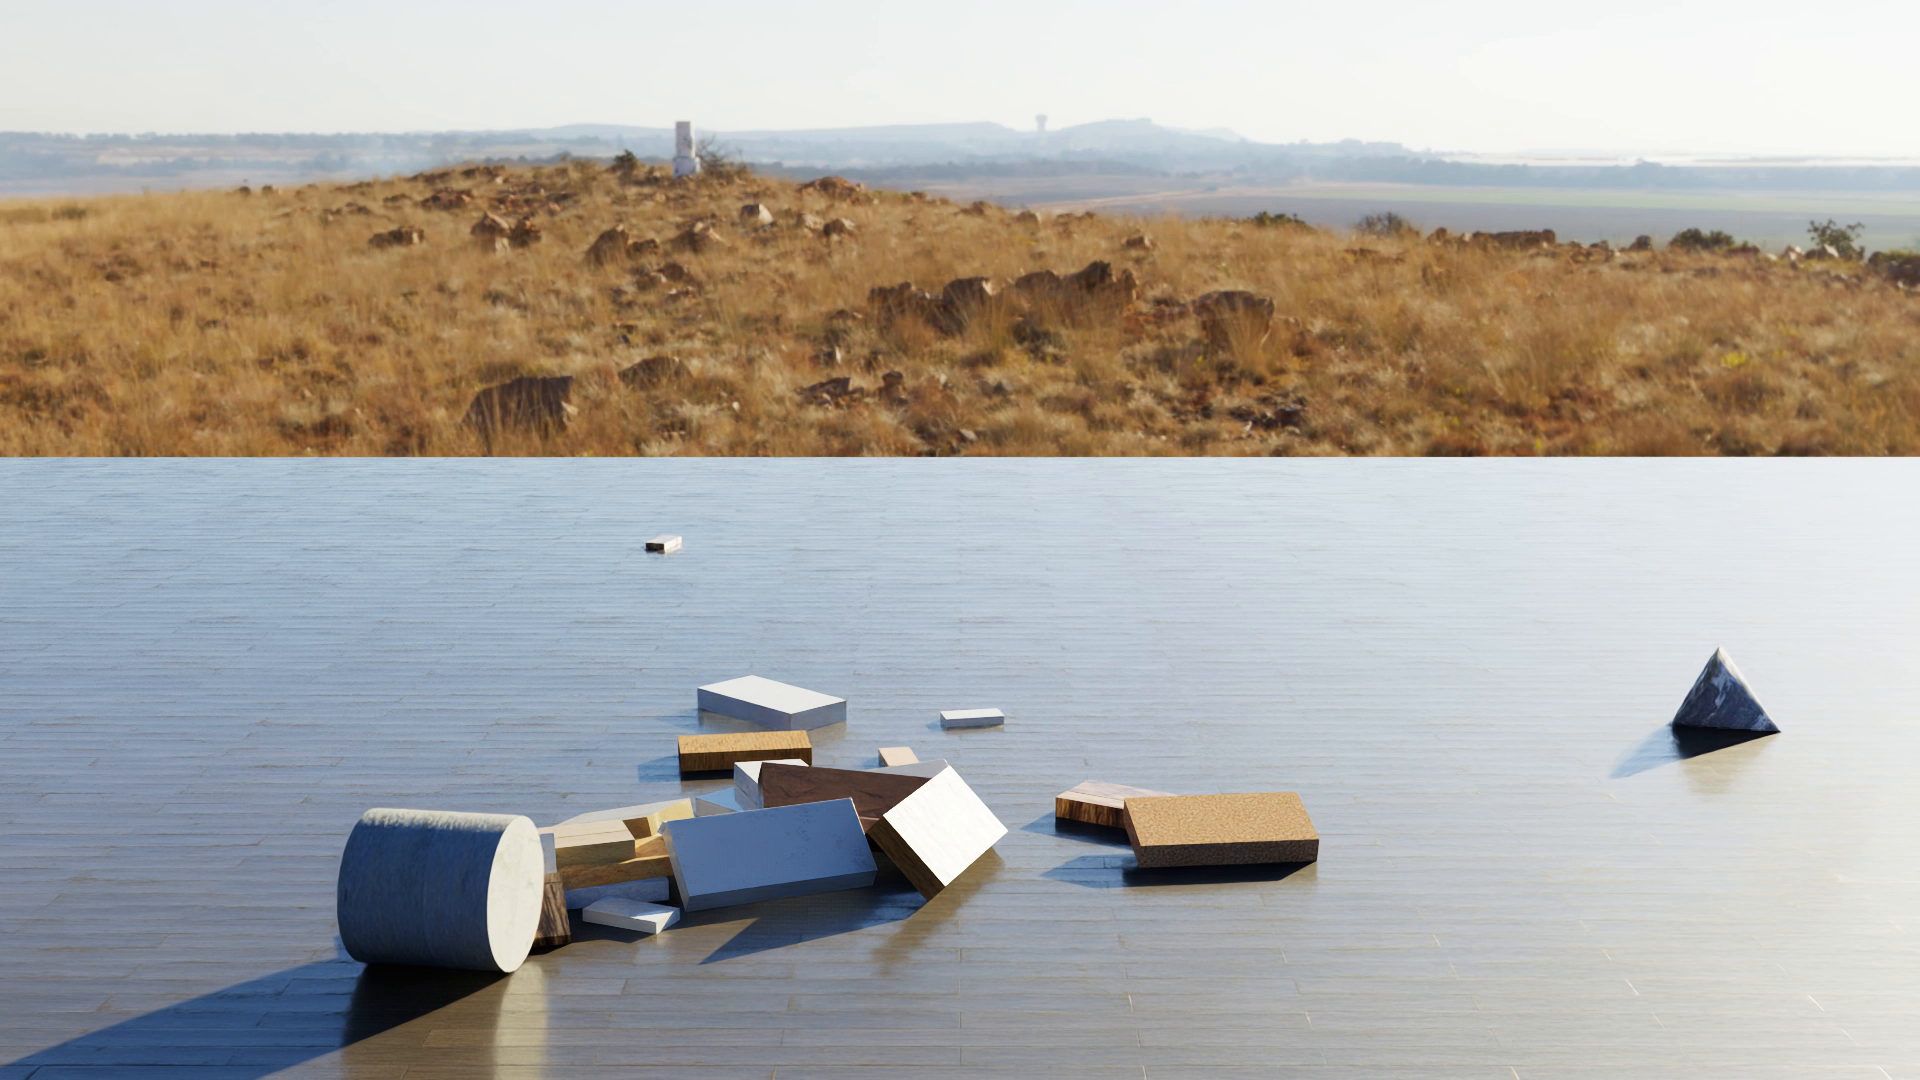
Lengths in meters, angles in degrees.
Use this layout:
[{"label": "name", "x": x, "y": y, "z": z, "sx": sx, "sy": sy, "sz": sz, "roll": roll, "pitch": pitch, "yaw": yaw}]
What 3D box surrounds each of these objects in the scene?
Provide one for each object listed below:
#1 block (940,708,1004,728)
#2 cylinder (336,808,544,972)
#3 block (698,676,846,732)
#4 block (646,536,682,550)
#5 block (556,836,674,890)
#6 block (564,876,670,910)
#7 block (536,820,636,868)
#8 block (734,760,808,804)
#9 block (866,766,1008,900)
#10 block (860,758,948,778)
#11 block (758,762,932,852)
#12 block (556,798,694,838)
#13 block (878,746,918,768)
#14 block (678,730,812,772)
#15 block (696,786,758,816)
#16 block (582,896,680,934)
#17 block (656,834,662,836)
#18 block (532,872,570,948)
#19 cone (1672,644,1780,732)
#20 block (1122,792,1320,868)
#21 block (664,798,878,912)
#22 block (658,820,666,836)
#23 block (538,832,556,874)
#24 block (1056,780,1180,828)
[{"label": "block", "x": 0.026, "y": 0.383, "z": 4.736, "sx": 0.127, "sy": 0.018, "sz": 0.063, "roll": -2, "pitch": 11, "yaw": -12}, {"label": "cylinder", "x": -0.786, "y": 0.531, "z": 3.345, "sx": 0.234, "sy": 0.234, "sz": 0.234, "roll": 2, "pitch": 11, "yaw": 10}, {"label": "block", "x": -0.412, "y": 0.357, "z": 4.800, "sx": 0.315, "sy": 0.045, "sz": 0.158, "roll": 10, "pitch": 15, "yaw": 44}, {"label": "block", "x": -0.911, "y": 0.007, "z": 6.760, "sx": 0.063, "sy": 0.018, "sz": 0.127, "roll": 3, "pitch": 11, "yaw": 15}, {"label": "block", "x": -0.580, "y": 0.539, "z": 3.675, "sx": 0.231, "sy": 0.033, "sz": 0.116, "roll": -5, "pitch": 12, "yaw": -24}, {"label": "block", "x": -0.608, "y": 0.575, "z": 3.660, "sx": 0.231, "sy": 0.033, "sz": 0.116, "roll": -3, "pitch": 11, "yaw": -15}, {"label": "block", "x": -0.666, "y": 0.509, "z": 3.657, "sx": 0.231, "sy": 0.033, "sz": 0.116, "roll": -4, "pitch": 11, "yaw": -19}, {"label": "block", "x": -0.321, "y": 0.459, "z": 4.081, "sx": 0.130, "sy": 0.037, "sz": 0.261, "roll": -1, "pitch": 9, "yaw": -21}, {"label": "block", "x": -0.035, "y": 0.500, "z": 3.773, "sx": 0.154, "sy": 0.044, "sz": 0.309, "roll": 48, "pitch": 22, "yaw": 7}, {"label": "block", "x": -0.149, "y": 0.482, "z": 3.935, "sx": 0.331, "sy": 0.045, "sz": 0.158, "roll": -5, "pitch": 40, "yaw": -27}, {"label": "block", "x": -0.196, "y": 0.472, "z": 3.855, "sx": 0.309, "sy": 0.044, "sz": 0.154, "roll": 7, "pitch": 36, "yaw": -12}, {"label": "block", "x": -0.605, "y": 0.502, "z": 3.875, "sx": 0.247, "sy": 0.035, "sz": 0.123, "roll": -12, "pitch": 3, "yaw": 30}, {"label": "block", "x": -0.122, "y": 0.443, "z": 4.414, "sx": 0.063, "sy": 0.018, "sz": 0.127, "roll": -2, "pitch": 11, "yaw": -11}, {"label": "block", "x": -0.437, "y": 0.426, "z": 4.451, "sx": 0.261, "sy": 0.037, "sz": 0.130, "roll": -2, "pitch": 11, "yaw": -9}, {"label": "block", "x": -0.359, "y": 0.503, "z": 4.044, "sx": 0.247, "sy": 0.035, "sz": 0.123, "roll": 10, "pitch": 15, "yaw": 43}, {"label": "block", "x": -0.530, "y": 0.603, "z": 3.543, "sx": 0.139, "sy": 0.020, "sz": 0.070, "roll": 5, "pitch": 12, "yaw": 24}, {"label": "block", "x": -0.439, "y": 0.533, "z": 3.879, "sx": 0.247, "sy": 0.035, "sz": 0.123, "roll": 4, "pitch": 11, "yaw": 19}, {"label": "block", "x": -0.660, "y": 0.585, "z": 3.482, "sx": 0.070, "sy": 0.020, "sz": 0.140, "roll": -3, "pitch": 36, "yaw": -16}, {"label": "cone", "x": 1.657, "y": 0.358, "z": 4.678, "sx": 0.197, "sy": 0.197, "sz": 0.197, "roll": 31, "pitch": 20, "yaw": 15}, {"label": "block", "x": 0.458, "y": 0.509, "z": 3.877, "sx": 0.315, "sy": 0.045, "sz": 0.158, "roll": -1, "pitch": 25, "yaw": -7}, {"label": "block", "x": -0.317, "y": 0.524, "z": 3.679, "sx": 0.326, "sy": 0.044, "sz": 0.154, "roll": -4, "pitch": 47, "yaw": -23}, {"label": "block", "x": -0.435, "y": 0.525, "z": 3.729, "sx": 0.152, "sy": 0.022, "sz": 0.076, "roll": 28, "pitch": -4, "yaw": 14}, {"label": "block", "x": -0.687, "y": 0.546, "z": 3.554, "sx": 0.070, "sy": 0.139, "sz": 0.020, "roll": -3, "pitch": -22, "yaw": -15}, {"label": "block", "x": 0.323, "y": 0.497, "z": 4.069, "sx": 0.261, "sy": 0.037, "sz": 0.131, "roll": 6, "pitch": 12, "yaw": 31}]
